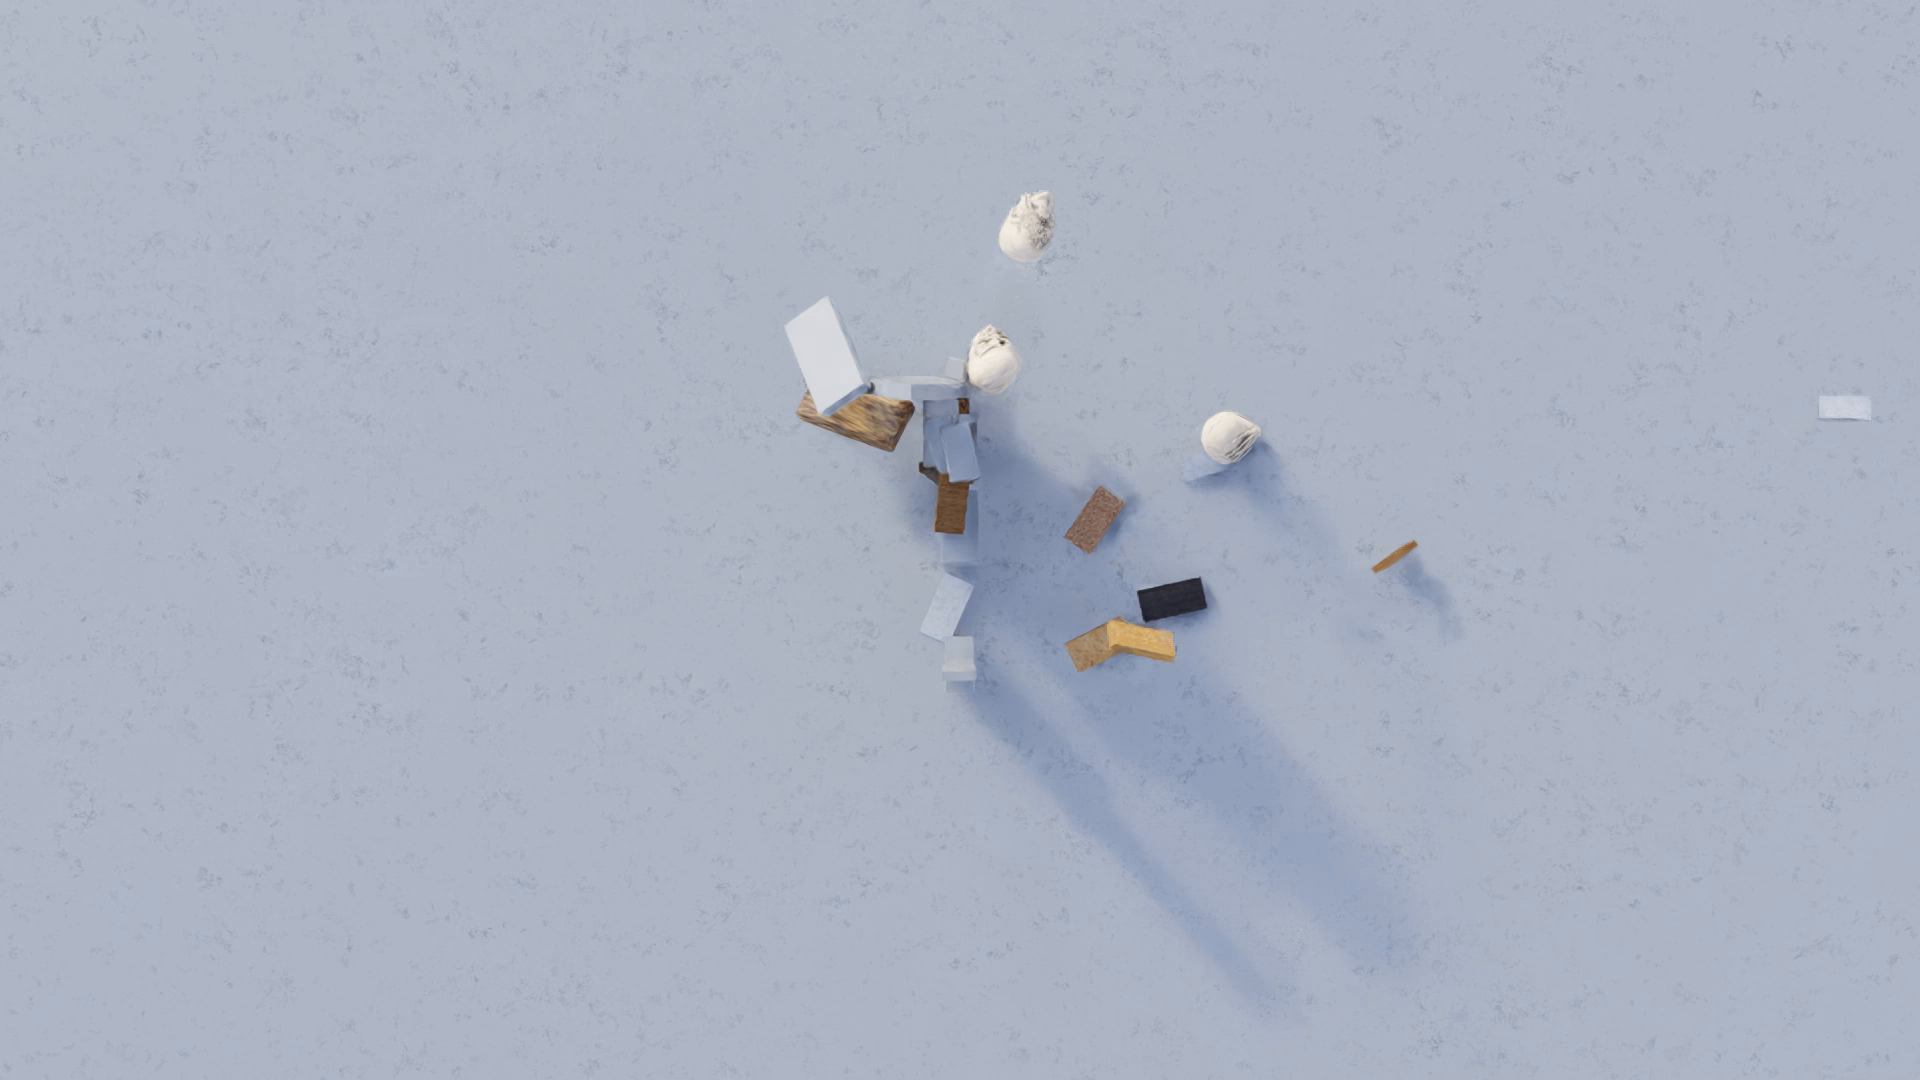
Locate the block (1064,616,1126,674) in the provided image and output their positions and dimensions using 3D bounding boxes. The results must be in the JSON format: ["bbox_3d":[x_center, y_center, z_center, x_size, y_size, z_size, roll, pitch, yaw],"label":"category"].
[{"bbox_3d":[0.466,0.347,5.485,0.213,0.030,0.107,-26,90,0],"label":"block"}]

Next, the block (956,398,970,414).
[{"bbox_3d":[0.001,-0.442,5.458,0.063,0.018,0.126,0,123,0],"label":"block"}]

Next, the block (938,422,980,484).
[{"bbox_3d":[-0.002,-0.275,5.181,0.093,0.026,0.185,-9,78,-16],"label":"block"}]

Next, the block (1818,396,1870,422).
[{"bbox_3d":[2.896,-0.430,5.405,0.152,0.022,0.076,3,79,19],"label":"block"}]

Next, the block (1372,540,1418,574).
[{"bbox_3d":[1.432,0.056,5.432,0.152,0.076,0.022,-32,87,-26],"label":"block"}]

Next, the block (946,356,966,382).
[{"bbox_3d":[-0.014,-0.529,5.371,0.063,0.018,0.126,18,119,28],"label":"block"}]

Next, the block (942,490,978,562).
[{"bbox_3d":[0.001,-0.045,5.254,0.114,0.032,0.228,0,90,0],"label":"block"}]

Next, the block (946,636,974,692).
[{"bbox_3d":[0.000,0.401,5.309,0.089,0.025,0.178,0,90,0],"label":"block"}]

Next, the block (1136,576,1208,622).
[{"bbox_3d":[0.704,0.198,5.485,0.213,0.030,0.107,-13,90,0],"label":"block"}]

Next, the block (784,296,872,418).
[{"bbox_3d":[-0.407,-0.563,5.055,0.171,0.048,0.341,-32,63,18],"label":"block"}]

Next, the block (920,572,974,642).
[{"bbox_3d":[-0.043,0.227,5.485,0.107,0.030,0.213,24,90,0],"label":"block"}]

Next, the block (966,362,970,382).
[{"bbox_3d":[-0.001,-0.525,5.458,0.063,0.018,0.126,-2,124,0],"label":"block"}]

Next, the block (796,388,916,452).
[{"bbox_3d":[-0.336,-0.414,5.291,0.341,0.048,0.171,20,70,16],"label":"block"}]

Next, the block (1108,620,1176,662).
[{"bbox_3d":[0.569,0.319,5.181,0.208,0.104,0.029,12,130,-12],"label":"block"}]

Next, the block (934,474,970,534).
[{"bbox_3d":[-0.026,-0.114,5.201,0.093,0.026,0.185,5,99,-13],"label":"block"}]

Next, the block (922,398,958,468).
[{"bbox_3d":[-0.062,-0.341,5.269,0.108,0.030,0.215,-2,84,19],"label":"block"}]

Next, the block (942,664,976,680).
[{"bbox_3d":[-0.002,0.416,5.173,0.104,0.248,0.029,0,90,0],"label":"block"}]

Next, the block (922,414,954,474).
[{"bbox_3d":[-0.046,-0.297,5.220,0.093,0.026,0.185,-18,84,-2],"label":"block"}]

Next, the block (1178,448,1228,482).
[{"bbox_3d":[0.808,-0.250,5.489,0.152,0.022,0.076,-17,90,0],"label":"block"}]

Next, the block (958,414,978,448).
[{"bbox_3d":[0.001,-0.358,5.393,0.108,0.215,0.030,1,72,0],"label":"block"}]

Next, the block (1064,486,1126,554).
[{"bbox_3d":[0.448,-0.065,5.485,0.104,0.029,0.208,35,90,0],"label":"block"}]

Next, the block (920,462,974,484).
[{"bbox_3d":[-0.042,-0.218,5.382,0.108,0.215,0.030,-14,71,18],"label":"block"}]

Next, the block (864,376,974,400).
[{"bbox_3d":[-0.130,-0.478,5.173,0.171,0.443,0.048,11,100,24],"label":"block"}]
